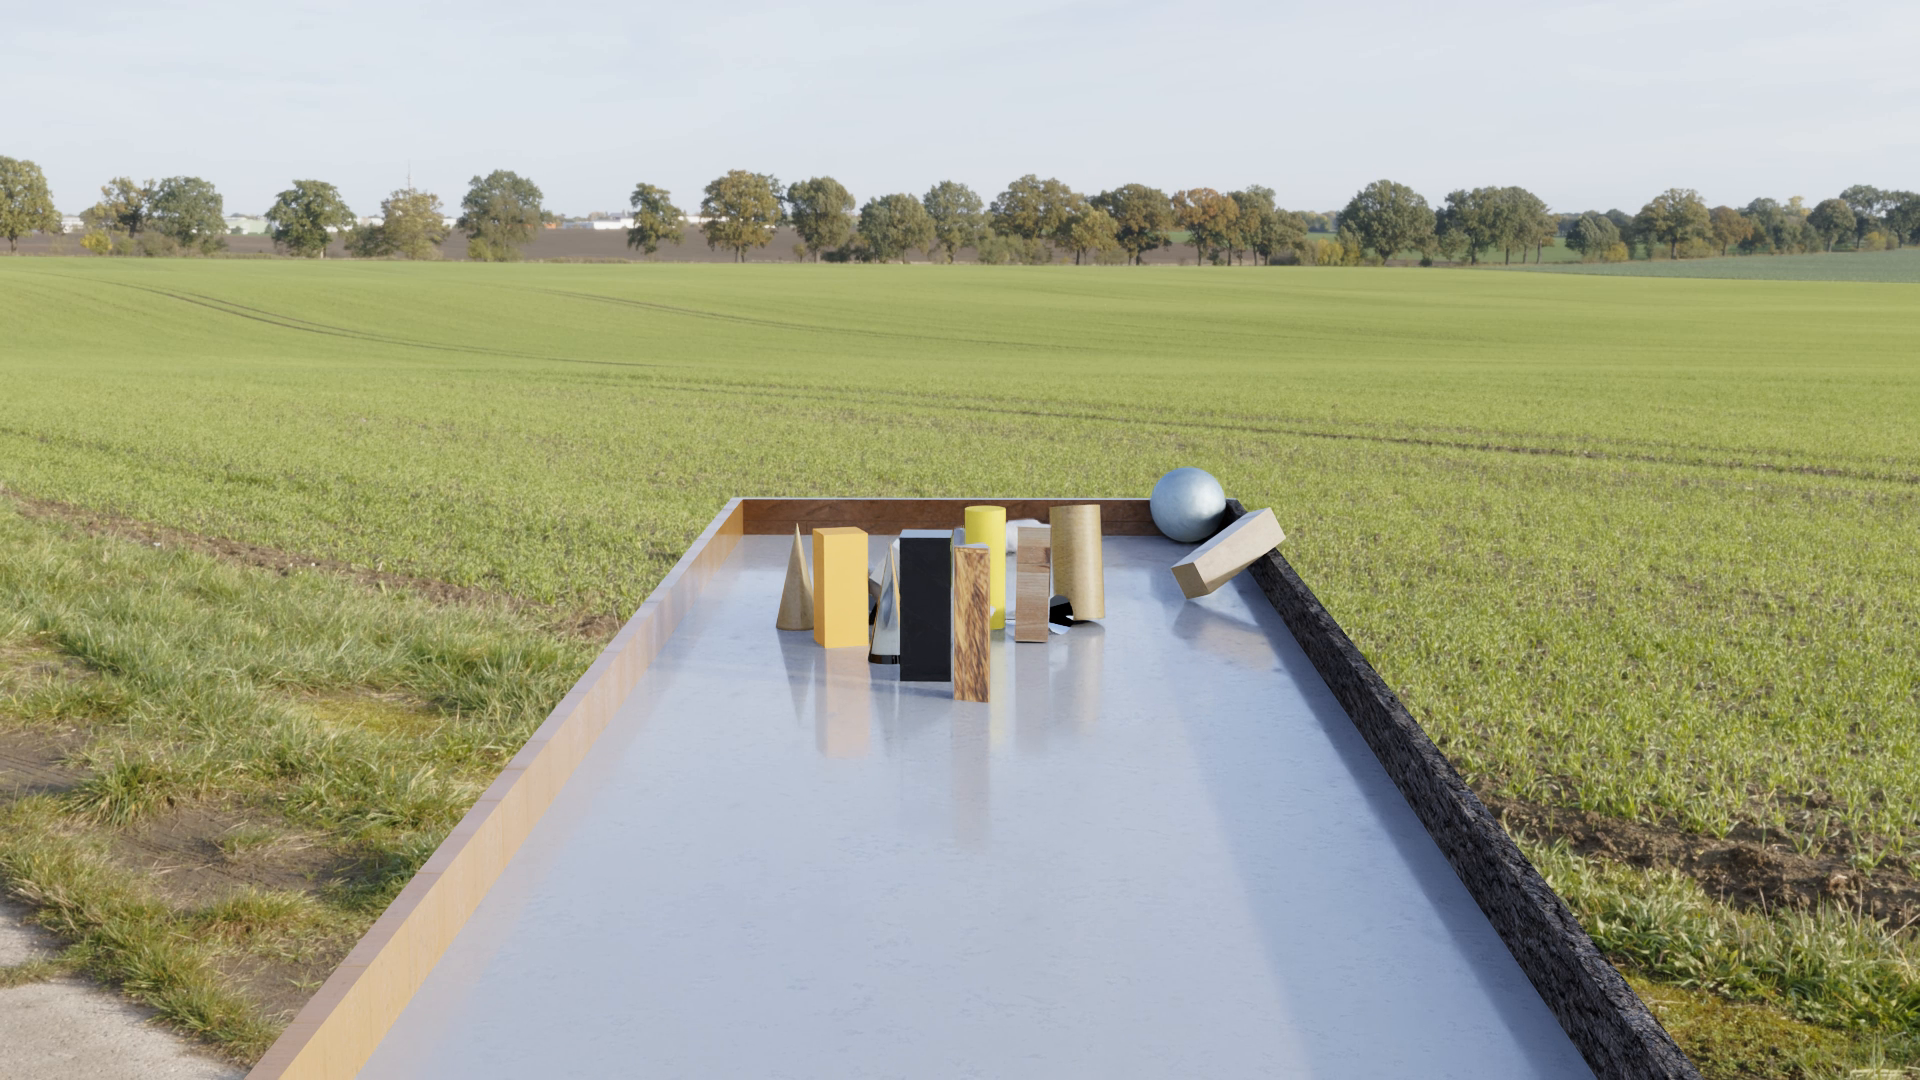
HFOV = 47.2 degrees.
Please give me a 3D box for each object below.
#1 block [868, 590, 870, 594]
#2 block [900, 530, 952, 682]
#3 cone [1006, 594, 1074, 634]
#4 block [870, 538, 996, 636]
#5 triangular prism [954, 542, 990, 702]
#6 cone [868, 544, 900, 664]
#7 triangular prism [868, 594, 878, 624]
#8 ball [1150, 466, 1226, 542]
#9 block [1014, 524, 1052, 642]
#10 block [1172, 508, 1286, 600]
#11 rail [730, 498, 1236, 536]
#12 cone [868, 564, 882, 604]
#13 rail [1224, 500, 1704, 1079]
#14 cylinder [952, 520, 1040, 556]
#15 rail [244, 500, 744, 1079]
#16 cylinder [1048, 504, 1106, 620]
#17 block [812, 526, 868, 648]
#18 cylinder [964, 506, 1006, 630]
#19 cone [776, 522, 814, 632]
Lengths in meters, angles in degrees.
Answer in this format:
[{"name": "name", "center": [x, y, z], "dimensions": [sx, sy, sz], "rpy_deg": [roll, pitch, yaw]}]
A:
[{"name": "block", "center": [-0.180, 0.189, 7.393], "dimensions": [0.132, 0.132, 0.361], "rpy_deg": [-5, 10, -30]}, {"name": "block", "center": [-0.098, 0.191, 6.446], "dimensions": [0.148, 0.425, 0.148], "rpy_deg": [0, 9, 2]}, {"name": "cone", "center": [0.205, 0.253, 7.212], "dimensions": [0.128, 0.128, 0.336], "rpy_deg": [-9, 2, -44]}, {"name": "block", "center": [-0.085, 0.167, 6.924], "dimensions": [0.384, 0.126, 0.126], "rpy_deg": [35, 11, 0]}, {"name": "triangular prism", "center": [0.050, 0.229, 6.168], "dimensions": [0.105, 0.436, 0.091], "rpy_deg": [4, 10, 21]}, {"name": "cone", "center": [-0.212, 0.181, 6.678], "dimensions": [0.140, 0.371, 0.140], "rpy_deg": [0, 9, 0]}, {"name": "triangular prism", "center": [-0.373, 0.205, 7.421], "dimensions": [0.102, 0.088, 0.398], "rpy_deg": [-6, 11, -32]}, {"name": "ball", "center": [0.927, -0.144, 8.944], "dimensions": [0.306, 0.306, 0.306], "rpy_deg": [0, 9, 0]}, {"name": "block", "center": [0.233, 0.135, 6.978], "dimensions": [0.103, 0.363, 0.103], "rpy_deg": [2, 6, 4]}, {"name": "block", "center": [0.948, 0.045, 7.753], "dimensions": [0.426, 0.127, 0.127], "rpy_deg": [-33, 9, -34]}, {"name": "rail", "center": [0.099, -0.098, 9.147], "dimensions": [2.100, 0.150, 0.050], "rpy_deg": [0, 9, 1]}, {"name": "cone", "center": [-0.271, 0.133, 7.012], "dimensions": [0.126, 0.126, 0.415], "rpy_deg": [-11, 54, -50]}, {"name": "rail", "center": [1.046, 0.843, 3.208], "dimensions": [0.050, 0.150, 12.000], "rpy_deg": [0, 9, 1]}, {"name": "cylinder", "center": [0.143, -0.004, 8.641], "dimensions": [0.386, 0.123, 0.123], "rpy_deg": [-7, 12, -39]}, {"name": "rail", "center": [-1.004, 0.839, 3.234], "dimensions": [0.050, 0.150, 12.000], "rpy_deg": [0, 9, 1]}, {"name": "cylinder", "center": [0.387, 0.075, 7.262], "dimensions": [0.169, 0.374, 0.169], "rpy_deg": [-3, -1, 0]}, {"name": "block", "center": [-0.377, 0.148, 6.934], "dimensions": [0.141, 0.357, 0.141], "rpy_deg": [-3, 9, -18]}, {"name": "cylinder", "center": [0.082, 0.090, 7.195], "dimensions": [0.133, 0.390, 0.133], "rpy_deg": [0, 9, 0]}, {"name": "cone", "center": [-0.531, 0.113, 7.188], "dimensions": [0.149, 0.348, 0.149], "rpy_deg": [0, 9, 0]}]
